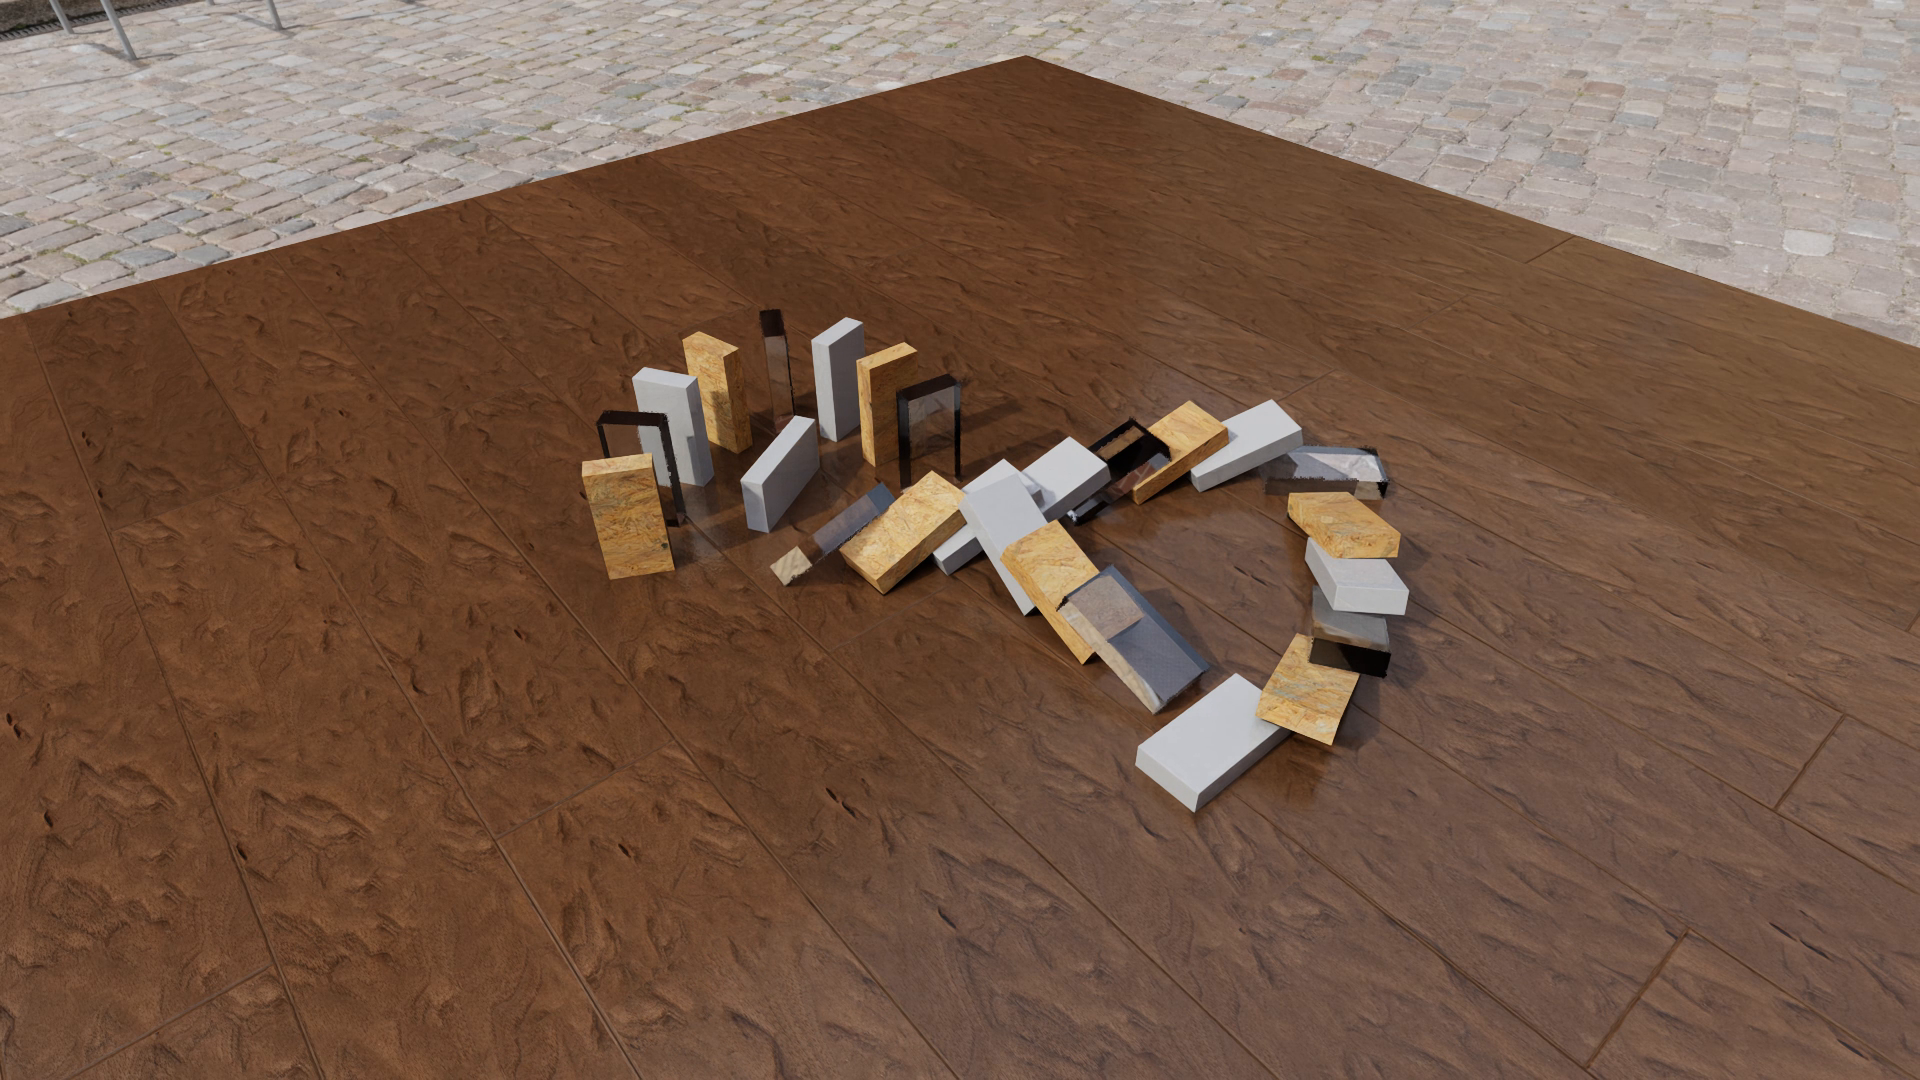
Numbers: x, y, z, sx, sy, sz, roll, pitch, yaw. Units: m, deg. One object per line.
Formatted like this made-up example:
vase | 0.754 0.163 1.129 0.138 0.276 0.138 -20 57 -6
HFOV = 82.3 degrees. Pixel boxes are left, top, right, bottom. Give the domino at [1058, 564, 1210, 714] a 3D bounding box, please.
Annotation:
domino | 0.061 0.034 0.388 0.025 0.010 0.050 -31 68 -32

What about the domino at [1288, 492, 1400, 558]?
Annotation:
domino | 0.152 -0.007 0.439 0.025 0.009 0.050 -1 21 -4

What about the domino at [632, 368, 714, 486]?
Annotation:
domino | -0.122 -0.048 0.470 0.025 0.050 0.010 12 41 14

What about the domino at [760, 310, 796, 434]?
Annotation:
domino | -0.084 -0.077 0.506 0.010 0.050 0.025 -8 40 -10

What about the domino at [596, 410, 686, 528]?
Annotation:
domino | -0.129 -0.028 0.446 0.025 0.050 0.009 3 39 4

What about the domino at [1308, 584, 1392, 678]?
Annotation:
domino | 0.138 0.032 0.392 0.025 0.009 0.050 11 22 13

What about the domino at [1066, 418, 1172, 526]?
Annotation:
domino | 0.062 -0.029 0.467 0.050 0.009 0.025 -34 48 -10

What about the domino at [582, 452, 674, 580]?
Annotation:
domino | -0.127 -0.009 0.422 0.025 0.050 0.009 -9 40 -10

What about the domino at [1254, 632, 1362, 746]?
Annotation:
domino | 0.120 0.049 0.372 0.025 0.009 0.050 20 27 23

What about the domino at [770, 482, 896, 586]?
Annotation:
domino | -0.050 -0.003 0.435 0.009 0.025 0.050 53 51 -5

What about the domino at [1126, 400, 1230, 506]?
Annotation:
domino | 0.089 -0.038 0.478 0.050 0.009 0.025 -34 47 -10

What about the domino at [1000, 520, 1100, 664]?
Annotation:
domino | 0.040 0.019 0.406 0.025 0.010 0.050 -28 71 -30

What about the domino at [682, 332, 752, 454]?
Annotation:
domino | -0.108 -0.065 0.491 0.025 0.050 0.010 25 46 28

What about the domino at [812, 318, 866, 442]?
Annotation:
domino | -0.054 -0.073 0.500 0.010 0.050 0.025 22 44 25

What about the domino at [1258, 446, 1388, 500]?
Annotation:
domino | 0.158 -0.030 0.480 0.050 0.010 0.025 3 39 3

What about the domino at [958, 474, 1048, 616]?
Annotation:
domino | 0.023 0.001 0.422 0.025 0.010 0.050 -25 77 -27

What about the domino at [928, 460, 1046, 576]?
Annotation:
domino | 0.007 -0.010 0.444 0.050 0.010 0.025 -36 49 -13

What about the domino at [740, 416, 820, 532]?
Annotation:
domino | -0.075 -0.028 0.466 0.009 0.025 0.050 13 41 15

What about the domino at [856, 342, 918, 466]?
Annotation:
domino | -0.031 -0.059 0.484 0.025 0.050 0.010 -27 46 -29

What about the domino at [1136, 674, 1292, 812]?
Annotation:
domino | 0.085 0.066 0.363 0.050 0.010 0.025 -29 47 -30

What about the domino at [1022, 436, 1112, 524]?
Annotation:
domino | 0.035 -0.020 0.456 0.050 0.010 0.025 -36 49 -12

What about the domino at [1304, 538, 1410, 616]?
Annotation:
domino | 0.149 0.013 0.415 0.025 0.009 0.050 4 21 4

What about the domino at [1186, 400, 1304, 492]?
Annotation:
domino | 0.121 -0.042 0.483 0.050 0.010 0.025 -25 42 -2

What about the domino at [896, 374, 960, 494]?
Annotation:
domino | -0.013 -0.043 0.464 0.025 0.050 0.009 -23 45 -25

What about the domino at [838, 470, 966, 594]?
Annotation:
domino | -0.020 -0.004 0.435 0.050 0.010 0.025 -41 50 -15
